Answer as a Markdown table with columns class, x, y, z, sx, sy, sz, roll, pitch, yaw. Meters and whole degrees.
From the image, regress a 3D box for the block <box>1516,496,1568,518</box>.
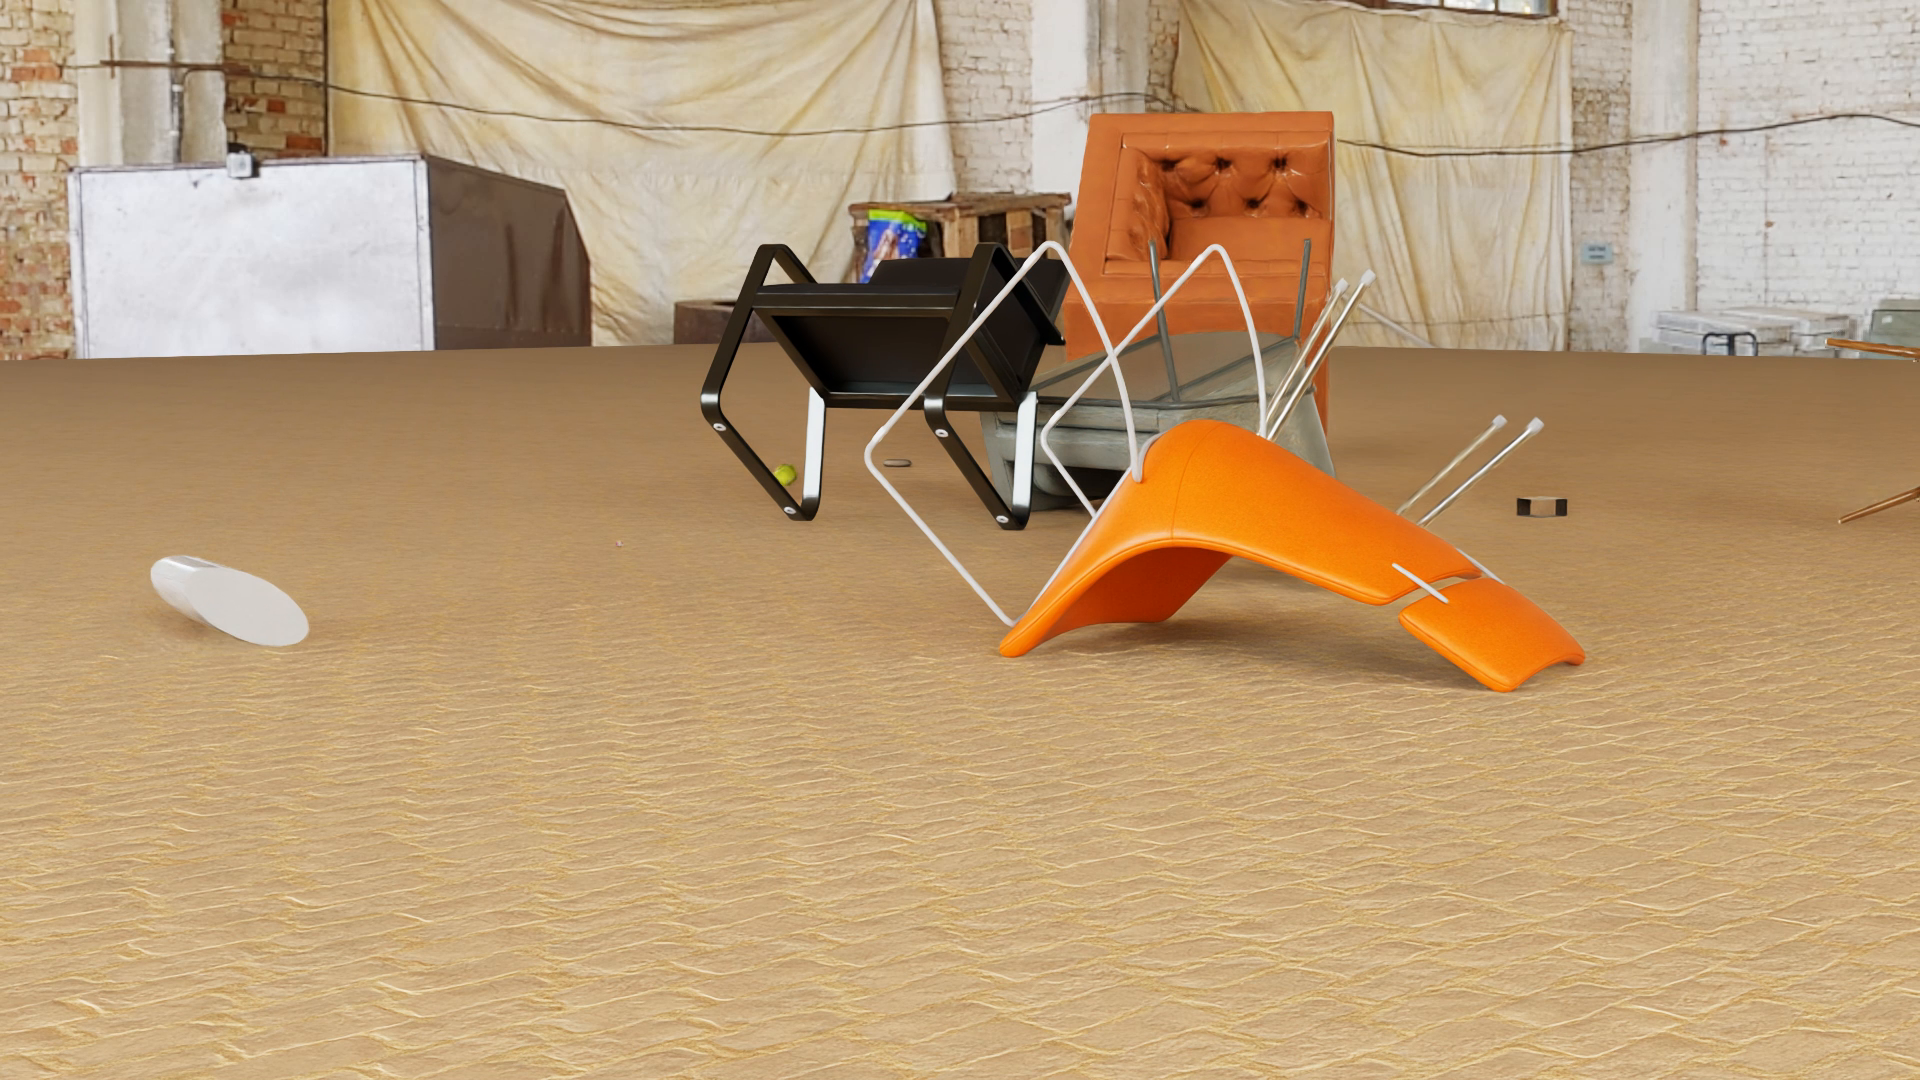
| class | x | y | z | sx | sy | sz | roll | pitch | yaw |
| --- | --- | --- | --- | --- | --- | --- | --- | --- | --- |
| block | 1.599 | -0.090 | 7.050 | 0.104 | 0.049 | 0.086 | -4 | 7 | -33 |

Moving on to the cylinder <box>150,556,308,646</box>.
| class | x | y | z | sx | sy | sz | roll | pitch | yaw |
| --- | --- | --- | --- | --- | --- | --- | --- | --- | --- |
| cylinder | -1.317 | 0.110 | 4.621 | 0.239 | 0.112 | 0.220 | 29 | -11 | -31 |

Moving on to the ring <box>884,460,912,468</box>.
| class | x | y | z | sx | sy | sz | roll | pitch | yaw |
| --- | --- | --- | --- | --- | --- | --- | --- | --- | --- |
| ring | -0.217 | -0.266 | 8.877 | 0.102 | 0.025 | 0.091 | 3 | 6 | 36 |
